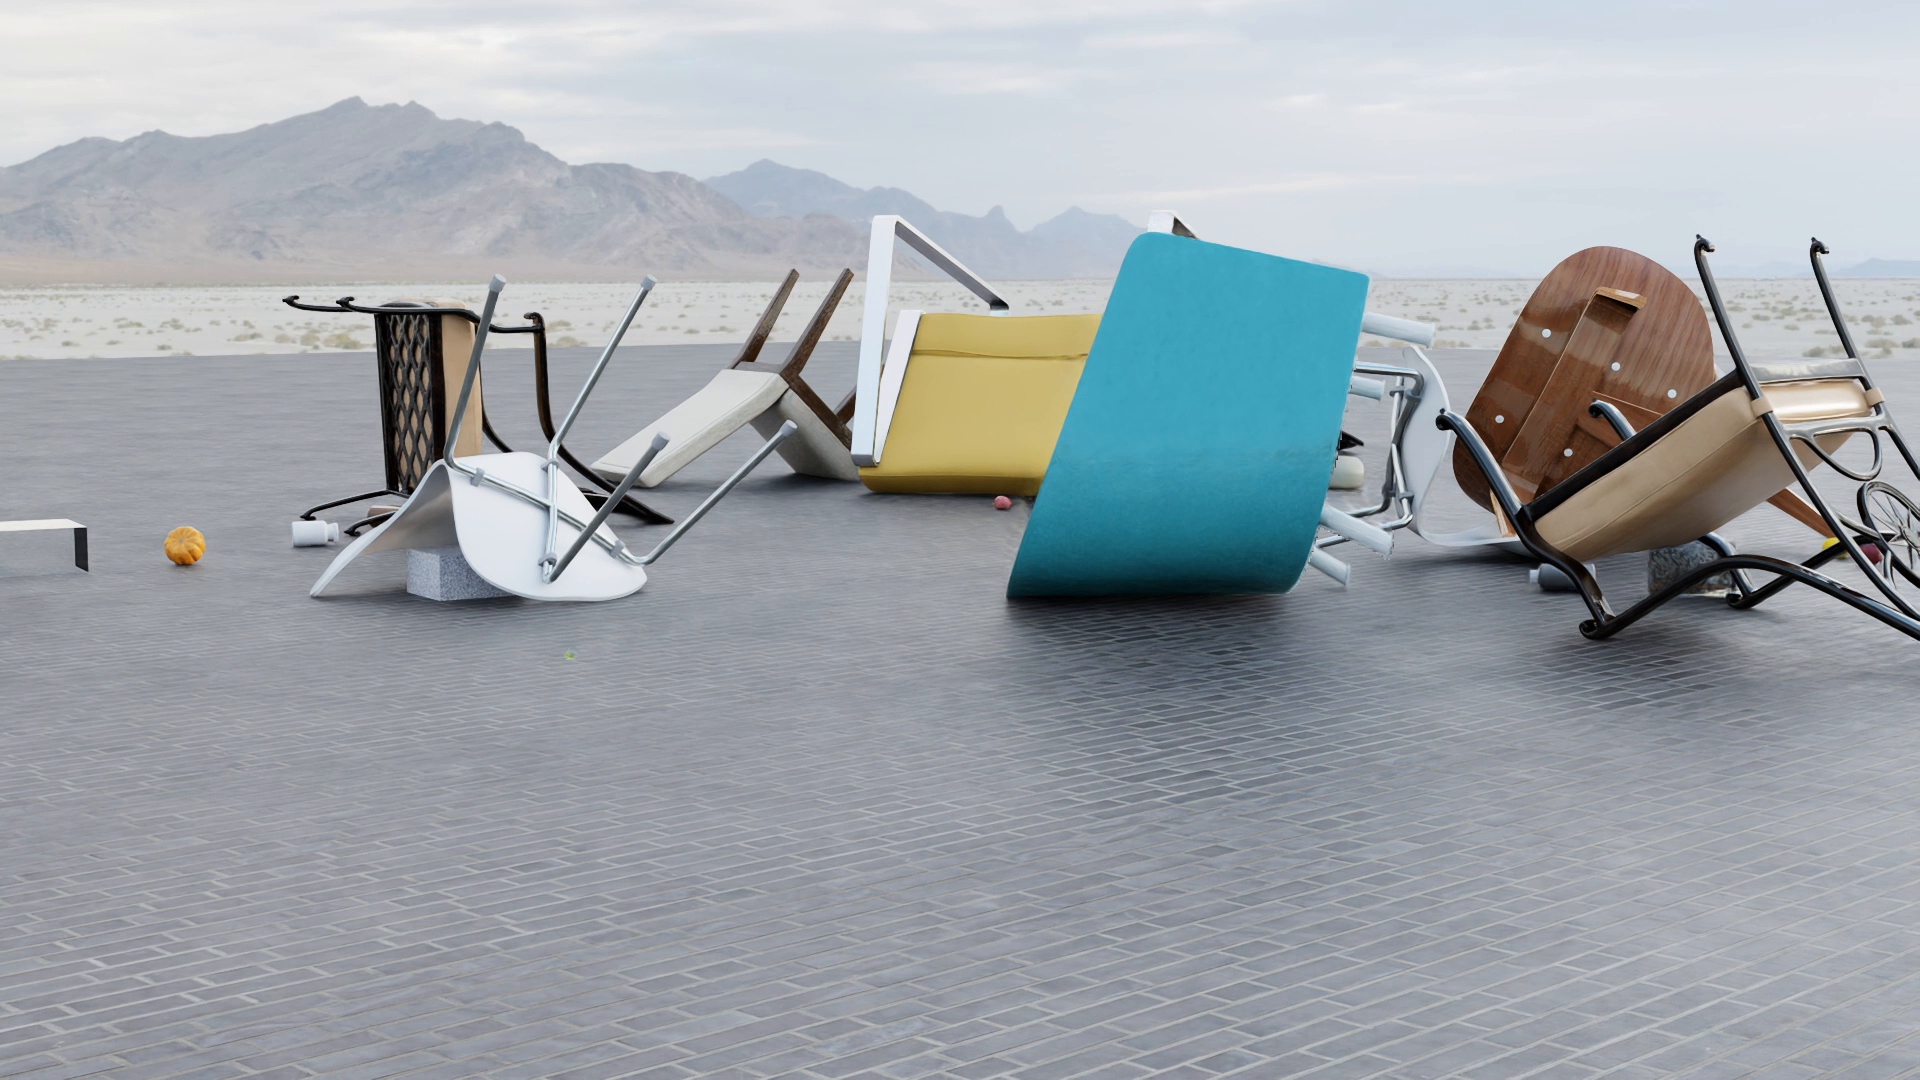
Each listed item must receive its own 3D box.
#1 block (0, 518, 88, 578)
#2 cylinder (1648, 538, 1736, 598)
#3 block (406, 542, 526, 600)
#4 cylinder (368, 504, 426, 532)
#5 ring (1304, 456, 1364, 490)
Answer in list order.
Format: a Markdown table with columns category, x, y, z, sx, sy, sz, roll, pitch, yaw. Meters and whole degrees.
| category | x | y | z | sx | sy | sz | roll | pitch | yaw |
| --- | --- | --- | --- | --- | --- | --- | --- | --- | --- |
| block | -2.099 | 0.018 | 5.743 | 0.239 | 0.101 | 0.221 | -3 | 7 | -30 |
| cylinder | 1.505 | 0.058 | 5.277 | 0.166 | 0.116 | 0.184 | 1 | -2 | 13 |
| block | -1.027 | 0.065 | 5.331 | 0.187 | 0.093 | 0.175 | -4 | 7 | -34 |
| cylinder | -1.460 | -0.057 | 6.652 | 0.112 | 0.064 | 0.100 | 6 | -4 | 20 |
| ring | 1.165 | -0.209 | 7.984 | 0.180 | 0.096 | 0.191 | 4 | 8 | 43 |
